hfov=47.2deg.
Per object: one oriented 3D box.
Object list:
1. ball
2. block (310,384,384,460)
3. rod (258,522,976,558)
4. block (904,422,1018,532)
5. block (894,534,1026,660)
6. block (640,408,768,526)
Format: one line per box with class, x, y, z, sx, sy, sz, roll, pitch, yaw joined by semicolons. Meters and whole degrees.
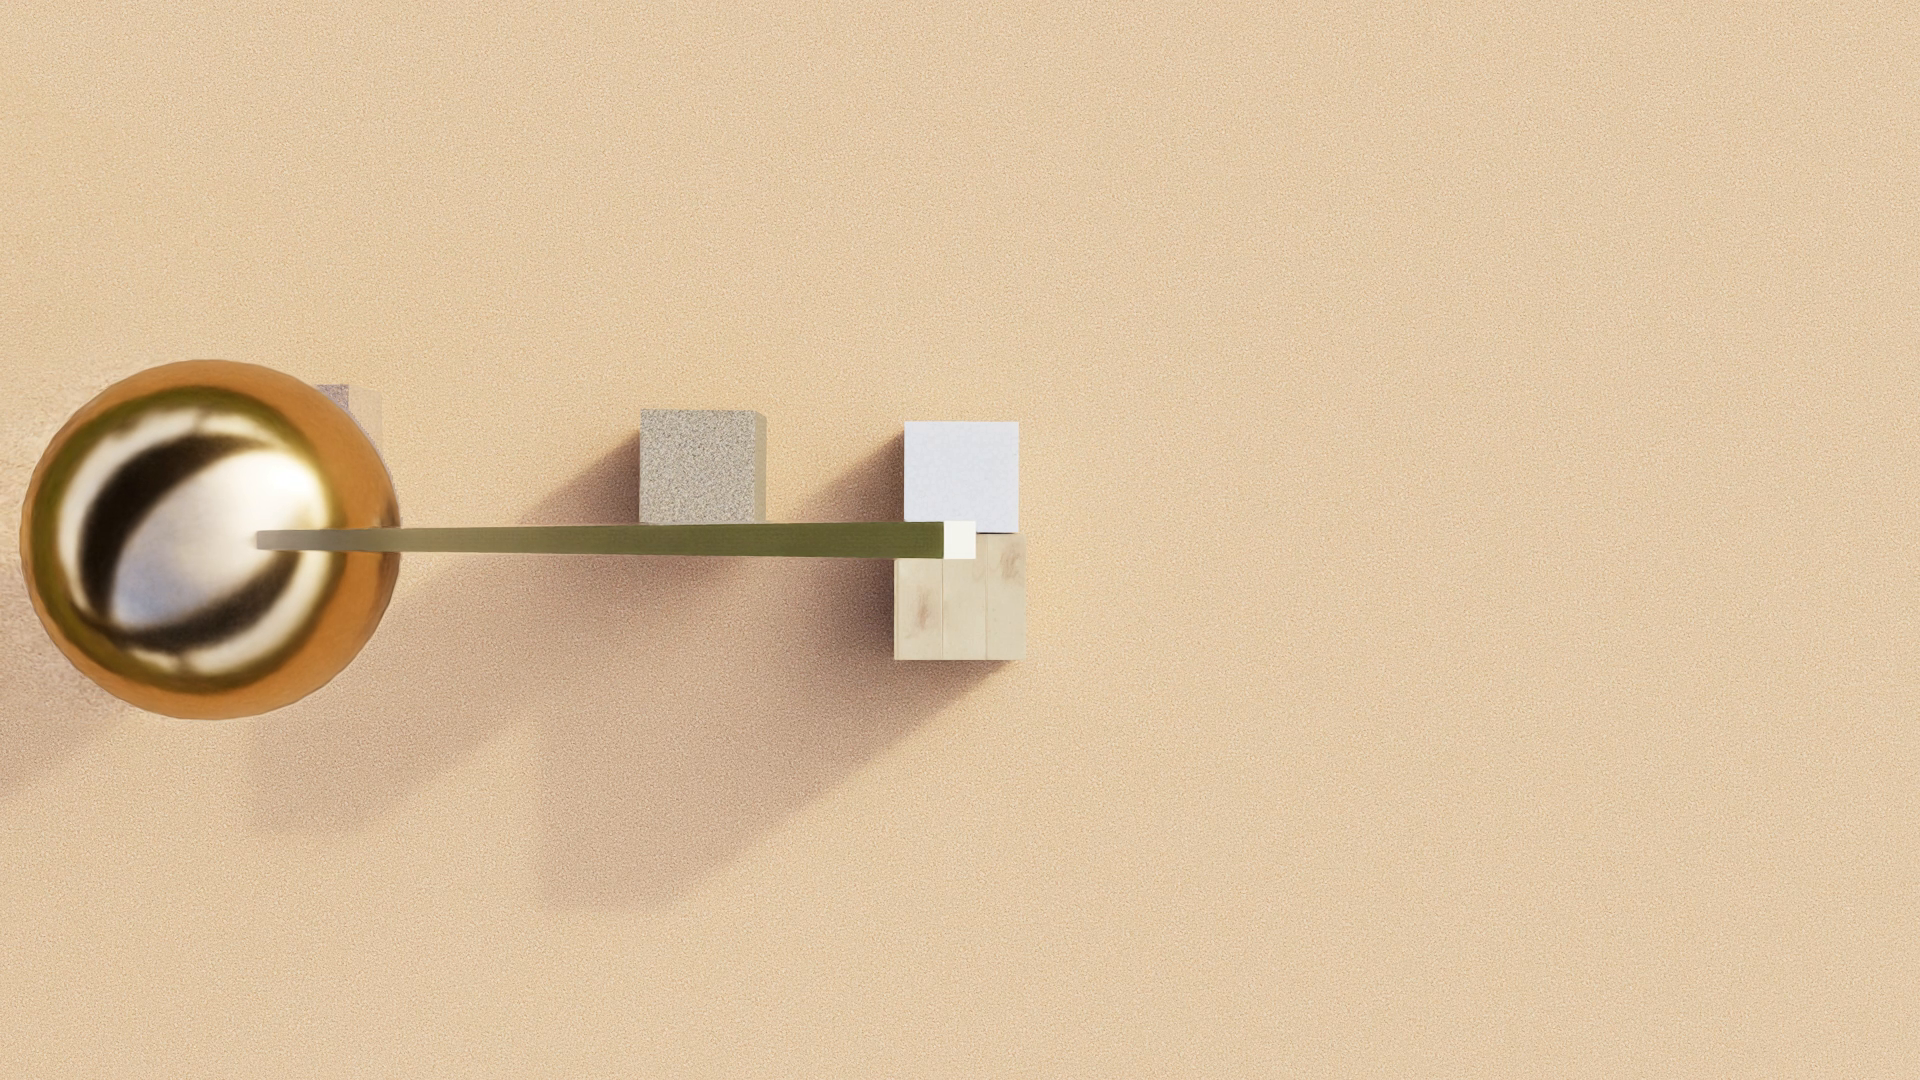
ball;-3.287;0.000;9.712;1.600;1.600;1.600;0;90;0
block;-3.813;-0.451;12.643;0.806;0.713;0.826;-1;90;0
rod;-1.424;0.000;6.867;0.080;5.200;0.080;0;90;-33
block;0.009;-0.354;12.666;0.641;0.669;0.621;0;90;0
block;0.002;0.320;12.674;0.740;0.652;0.704;0;90;0
block;-1.465;-0.359;12.630;0.640;0.741;0.735;1;90;0
